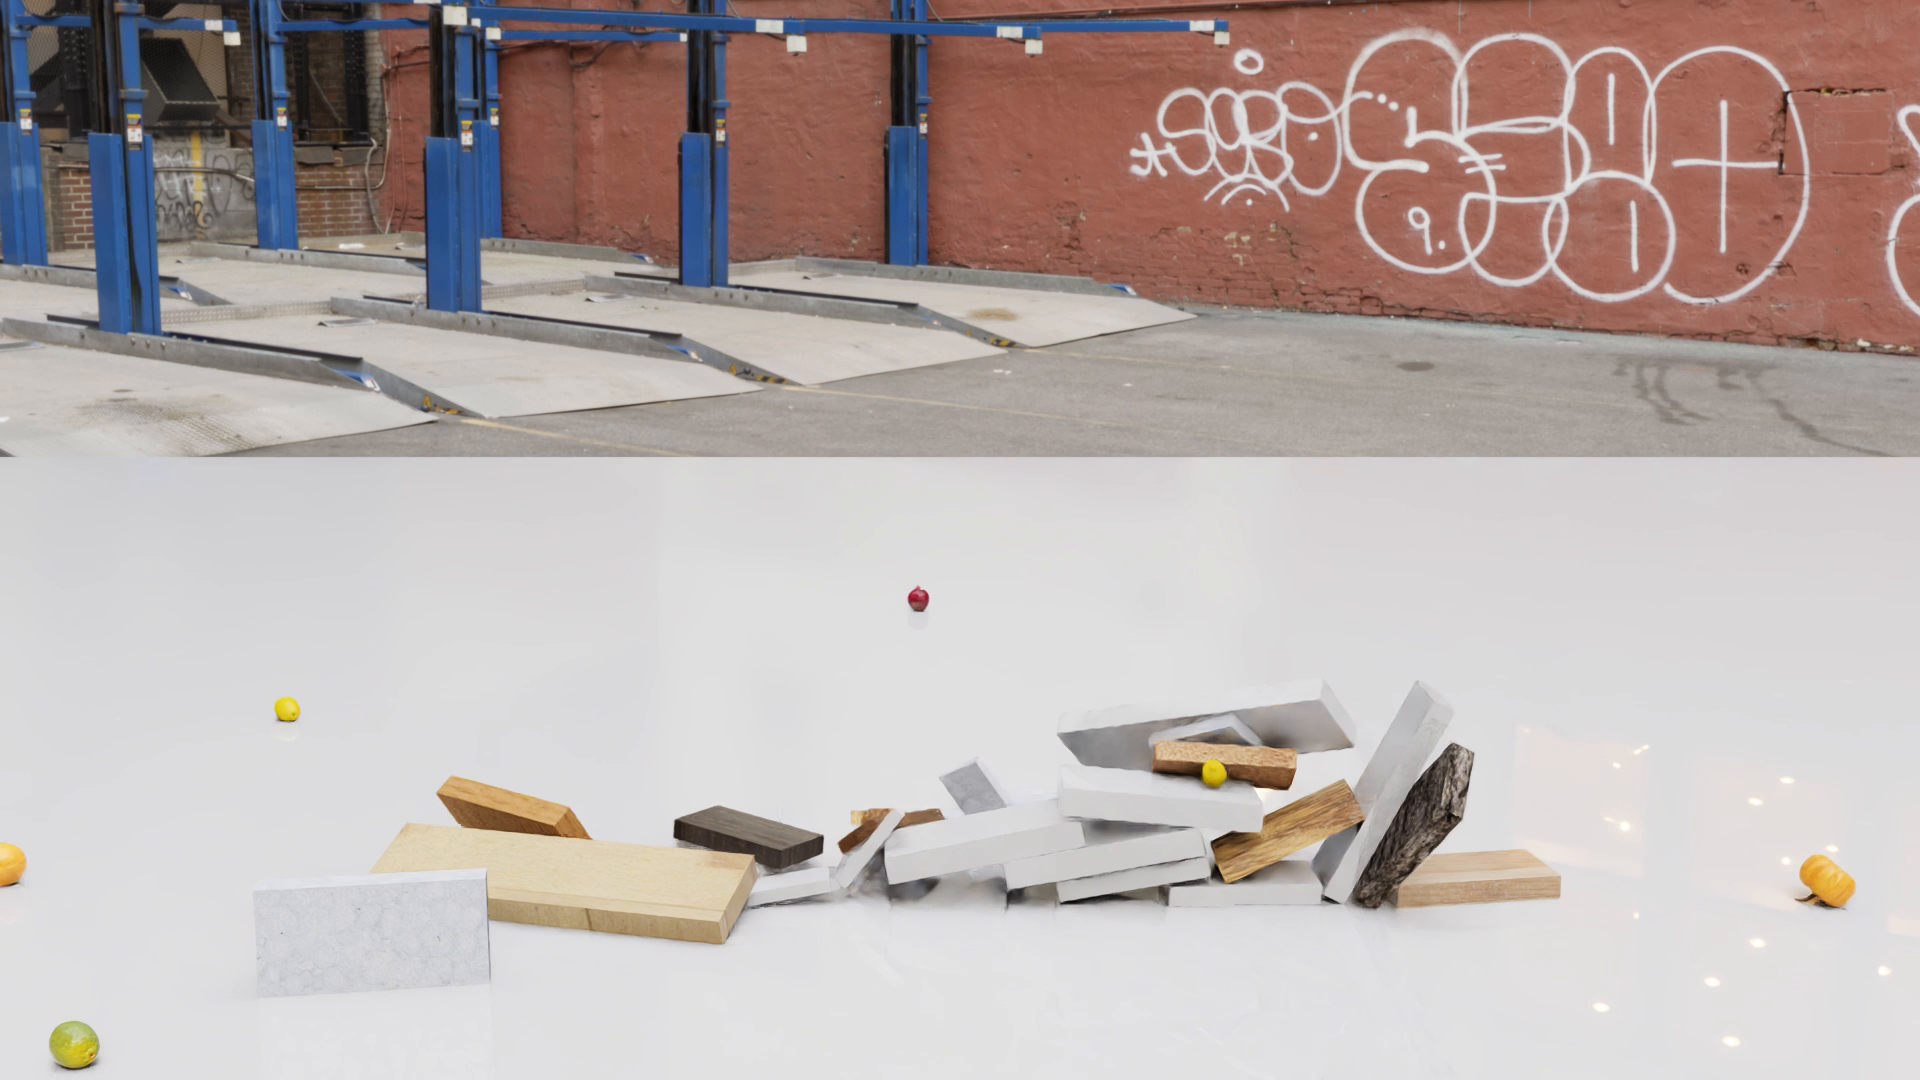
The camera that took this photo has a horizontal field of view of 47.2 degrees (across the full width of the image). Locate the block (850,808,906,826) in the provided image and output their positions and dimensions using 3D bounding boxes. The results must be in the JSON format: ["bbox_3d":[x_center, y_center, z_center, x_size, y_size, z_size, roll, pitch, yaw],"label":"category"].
[{"bbox_3d":[-0.140,0.497,3.932,0.085,0.024,0.170,-2,-10,6],"label":"block"}]

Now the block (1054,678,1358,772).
[{"bbox_3d":[0.417,0.325,3.762,0.496,0.151,0.043,-11,48,30],"label":"block"}]

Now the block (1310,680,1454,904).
[{"bbox_3d":[0.699,0.417,3.652,0.040,0.369,0.142,27,9,-4],"label":"block"}]

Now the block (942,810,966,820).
[{"bbox_3d":[0.053,0.509,3.972,0.169,0.024,0.085,-7,27,-40],"label":"block"}]

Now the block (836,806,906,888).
[{"bbox_3d":[-0.148,0.509,3.653,0.022,0.153,0.077,39,-1,3],"label":"block"}]

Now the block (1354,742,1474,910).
[{"bbox_3d":[0.730,0.462,3.541,0.040,0.284,0.142,26,46,-3],"label":"block"}]

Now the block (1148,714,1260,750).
[{"bbox_3d":[0.414,0.344,3.730,0.170,0.024,0.085,-18,-46,37],"label":"block"}]

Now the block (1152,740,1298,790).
[{"bbox_3d":[0.445,0.381,3.709,0.234,0.033,0.117,3,-25,3],"label":"block"}]

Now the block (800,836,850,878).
[{"bbox_3d":[-0.237,0.551,3.822,0.076,0.022,0.153,1,11,7],"label":"block"}]

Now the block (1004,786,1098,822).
[{"bbox_3d":[0.135,0.489,3.976,0.234,0.033,0.117,7,18,-12],"label":"block"}]

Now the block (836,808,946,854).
[{"bbox_3d":[-0.118,0.504,3.816,0.085,0.024,0.227,-37,-19,23],"label":"block"}]

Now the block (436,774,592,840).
[{"bbox_3d":[-0.752,0.495,3.774,0.301,0.151,0.043,8,48,37],"label":"block"}]

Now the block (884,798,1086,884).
[{"bbox_3d":[0.039,0.497,3.655,0.326,0.046,0.163,-11,8,1],"label":"block"}]

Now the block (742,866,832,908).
[{"bbox_3d":[-0.291,0.573,3.633,0.153,0.022,0.076,-9,9,-3],"label":"block"}]

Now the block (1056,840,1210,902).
[{"bbox_3d":[0.285,0.544,3.658,0.251,0.036,0.126,-10,9,3],"label":"block"}]

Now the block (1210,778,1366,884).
[{"bbox_3d":[0.542,0.483,3.655,0.251,0.036,0.126,-26,9,5],"label":"block"}]

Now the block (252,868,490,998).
[{"bbox_3d":[-0.868,0.582,3.260,0.331,0.166,0.047,-2,11,-9],"label":"block"}]

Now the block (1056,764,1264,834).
[{"bbox_3d":[0.328,0.427,3.639,0.326,0.046,0.163,5,8,-1],"label":"block"}]

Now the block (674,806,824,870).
[{"bbox_3d":[-0.362,0.506,3.755,0.234,0.033,0.117,11,12,32],"label":"block"}]

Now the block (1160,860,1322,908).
[{"bbox_3d":[0.465,0.573,3.664,0.251,0.036,0.126,-1,11,-3],"label":"block"}]

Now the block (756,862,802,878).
[{"bbox_3d":[-0.362,0.555,3.704,0.169,0.024,0.085,-3,-3,-39],"label":"block"}]

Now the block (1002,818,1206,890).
[{"bbox_3d":[0.235,0.507,3.654,0.326,0.046,0.163,-10,8,3],"label":"block"}]

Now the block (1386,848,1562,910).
[{"bbox_3d":[0.843,0.567,3.685,0.283,0.040,0.142,-2,11,-10],"label":"block"}]

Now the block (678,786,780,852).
[{"bbox_3d":[-0.411,0.514,3.950,0.166,0.047,0.331,-1,11,-3],"label":"block"}]

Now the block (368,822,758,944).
[{"bbox_3d":[-0.653,0.555,3.578,0.627,0.047,0.166,3,31,16],"label":"block"}]

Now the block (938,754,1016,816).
[{"bbox_3d":[0.045,0.461,3.849,0.085,0.169,0.024,-26,16,30],"label":"block"}]
